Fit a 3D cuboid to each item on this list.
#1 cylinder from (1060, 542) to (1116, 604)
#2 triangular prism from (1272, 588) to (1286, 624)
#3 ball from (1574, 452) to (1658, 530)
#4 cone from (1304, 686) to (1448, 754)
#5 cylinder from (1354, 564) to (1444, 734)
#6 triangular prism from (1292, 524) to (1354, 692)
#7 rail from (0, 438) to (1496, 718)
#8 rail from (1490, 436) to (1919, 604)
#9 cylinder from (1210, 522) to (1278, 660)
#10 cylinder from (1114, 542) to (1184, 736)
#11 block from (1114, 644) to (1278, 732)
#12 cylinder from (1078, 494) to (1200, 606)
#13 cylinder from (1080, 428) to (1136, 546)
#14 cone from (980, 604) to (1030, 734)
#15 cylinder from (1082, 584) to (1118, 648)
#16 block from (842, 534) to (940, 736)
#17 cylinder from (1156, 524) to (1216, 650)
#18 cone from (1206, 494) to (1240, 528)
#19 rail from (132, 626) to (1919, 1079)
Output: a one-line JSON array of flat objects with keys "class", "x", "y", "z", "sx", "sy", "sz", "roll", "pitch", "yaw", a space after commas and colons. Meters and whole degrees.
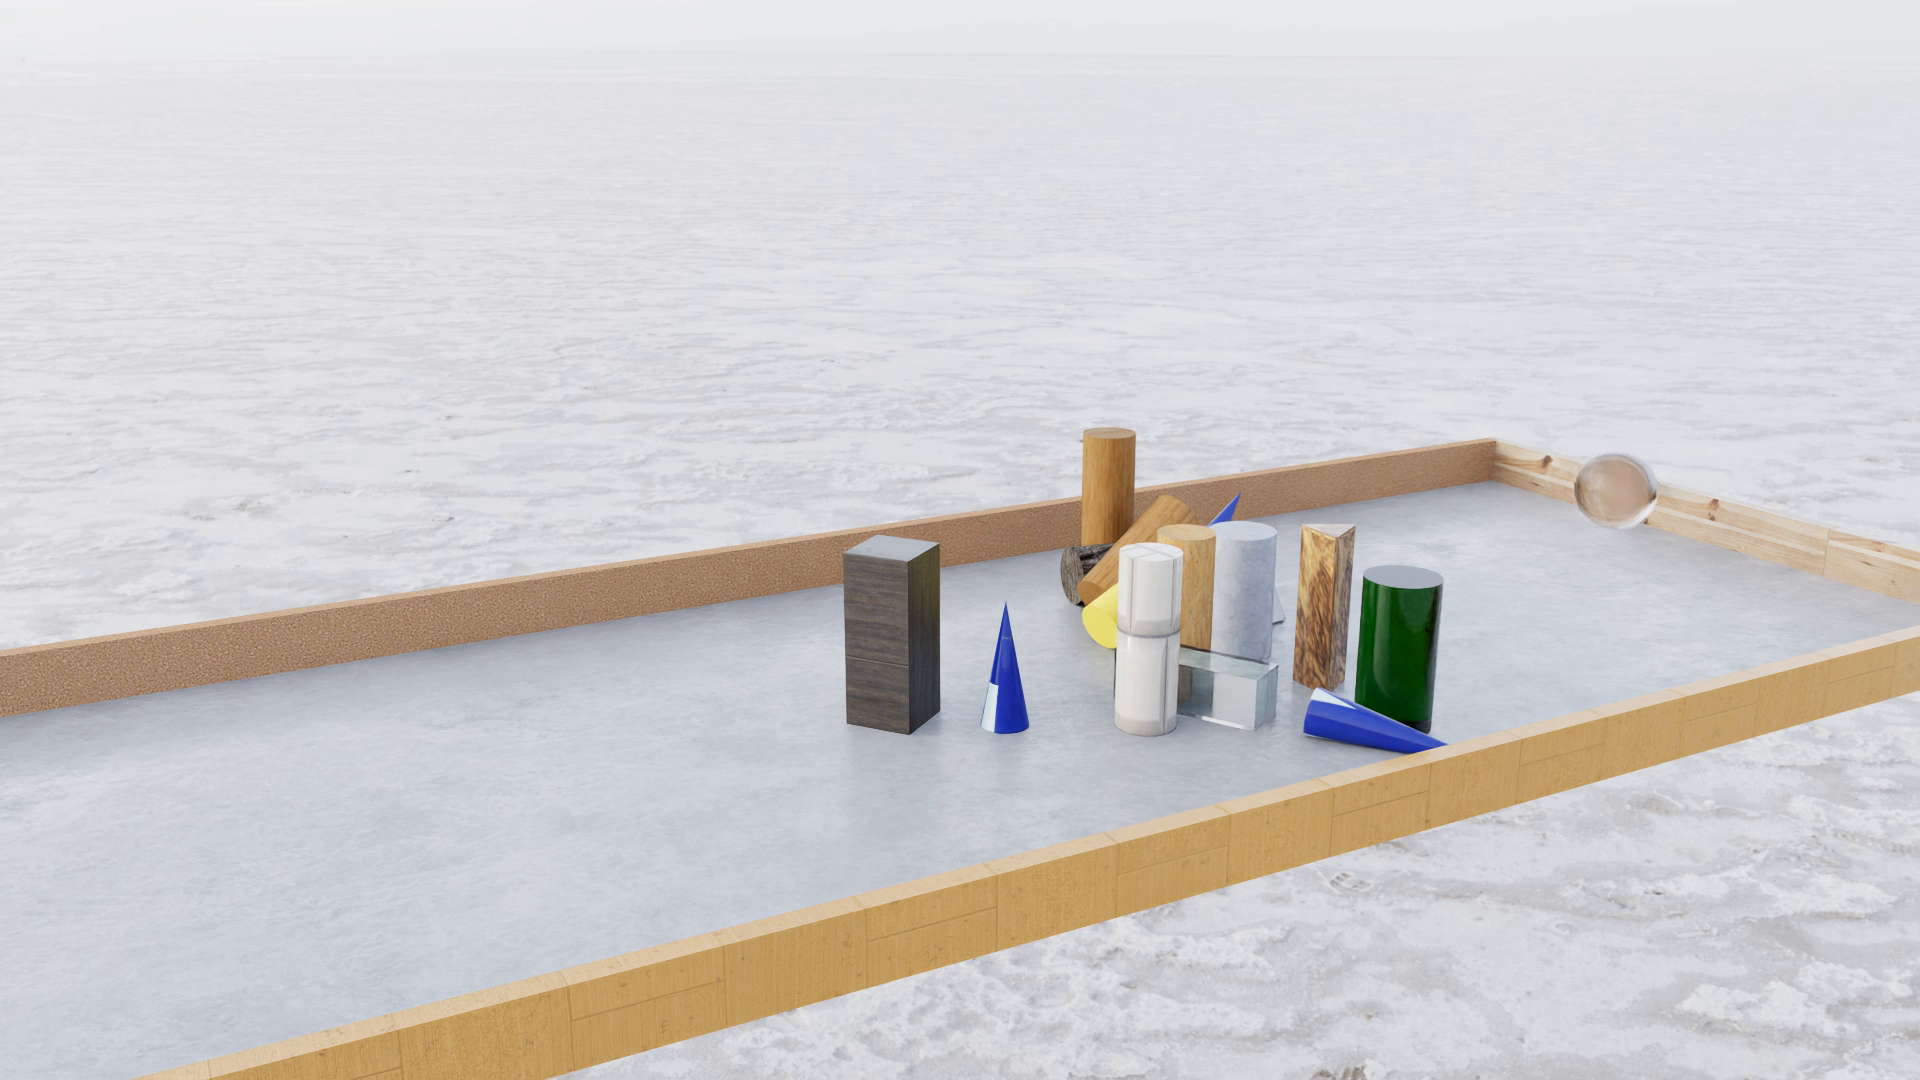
[{"class": "cylinder", "x": 0.480, "y": 0.086, "z": 4.773, "sx": 0.342, "sy": 0.164, "sz": 0.164, "roll": -6, "pitch": 17, "yaw": -20}, {"class": "triangular prism", "x": 0.731, "y": 0.167, "z": 4.535, "sx": 0.320, "sy": 0.135, "sz": 0.155, "roll": -12, "pitch": 20, "yaw": -35}, {"class": "ball", "x": 2.170, "y": -0.165, "z": 5.455, "sx": 0.259, "sy": 0.259, "sz": 0.259, "roll": 0, "pitch": 16, "yaw": 0}, {"class": "cone", "x": 1.009, "y": 0.451, "z": 3.718, "sx": 0.447, "sy": 0.118, "sz": 0.118, "roll": 16, "pitch": 22, "yaw": 23}, {"class": "cylinder", "x": 1.015, "y": 0.259, "z": 3.828, "sx": 0.180, "sy": 0.365, "sz": 0.180, "roll": 0, "pitch": 16, "yaw": 0}, {"class": "triangular prism", "x": 0.886, "y": 0.164, "z": 4.074, "sx": 0.111, "sy": 0.407, "sz": 0.128, "roll": 10, "pitch": 19, "yaw": 30}, {"class": "rail", "x": -3.305, "y": 0.497, "z": 3.399, "sx": 12.000, "sy": 0.150, "sz": 0.050, "roll": -9, "pitch": 18, "yaw": -27}, {"class": "rail", "x": 2.466, "y": -0.048, "z": 5.253, "sx": 0.050, "sy": 0.150, "sz": 2.100, "roll": -9, "pitch": 18, "yaw": -27}, {"class": "cylinder", "x": 0.731, "y": 0.134, "z": 4.309, "sx": 0.176, "sy": 0.331, "sz": 0.176, "roll": 0, "pitch": 17, "yaw": 0}, {"class": "cylinder", "x": 0.436, "y": 0.231, "z": 3.817, "sx": 0.145, "sy": 0.425, "sz": 0.145, "roll": 0, "pitch": 16, "yaw": 0}, {"class": "block", "x": 0.564, "y": 0.341, "z": 3.968, "sx": 0.370, "sy": 0.127, "sz": 0.127, "roll": 10, "pitch": 19, "yaw": 32}, {"class": "cylinder", "x": 0.501, "y": 0.051, "z": 4.617, "sx": 0.154, "sy": 0.154, "sz": 0.369, "roll": 17, "pitch": 54, "yaw": 45}, {"class": "cylinder", "x": 0.437, "y": -0.096, "z": 4.880, "sx": 0.155, "sy": 0.452, "sz": 0.155, "roll": 0, "pitch": 16, "yaw": 0}, {"class": "cone", "x": 0.105, "y": 0.286, "z": 3.836, "sx": 0.116, "sy": 0.308, "sz": 0.116, "roll": 0, "pitch": 16, "yaw": 0}, {"class": "cylinder", "x": 0.512, "y": 0.133, "z": 4.452, "sx": 0.394, "sy": 0.132, "sz": 0.132, "roll": -34, "pitch": 33, "yaw": -30}, {"class": "block", "x": -0.157, "y": 0.220, "z": 3.862, "sx": 0.165, "sy": 0.420, "sz": 0.165, "roll": 8, "pitch": 18, "yaw": 24}, {"class": "cylinder", "x": 0.555, "y": 0.168, "z": 4.094, "sx": 0.144, "sy": 0.389, "sz": 0.144, "roll": 0, "pitch": 16, "yaw": 0}, {"class": "cone", "x": 0.708, "y": 0.007, "z": 4.680, "sx": 0.154, "sy": 0.354, "sz": 0.154, "roll": 32, "pitch": -10, "yaw": 6}, {"class": "rail", "x": -2.336, "y": 1.006, "z": 1.665, "sx": 12.000, "sy": 0.150, "sz": 0.050, "roll": -9, "pitch": 18, "yaw": -27}]
